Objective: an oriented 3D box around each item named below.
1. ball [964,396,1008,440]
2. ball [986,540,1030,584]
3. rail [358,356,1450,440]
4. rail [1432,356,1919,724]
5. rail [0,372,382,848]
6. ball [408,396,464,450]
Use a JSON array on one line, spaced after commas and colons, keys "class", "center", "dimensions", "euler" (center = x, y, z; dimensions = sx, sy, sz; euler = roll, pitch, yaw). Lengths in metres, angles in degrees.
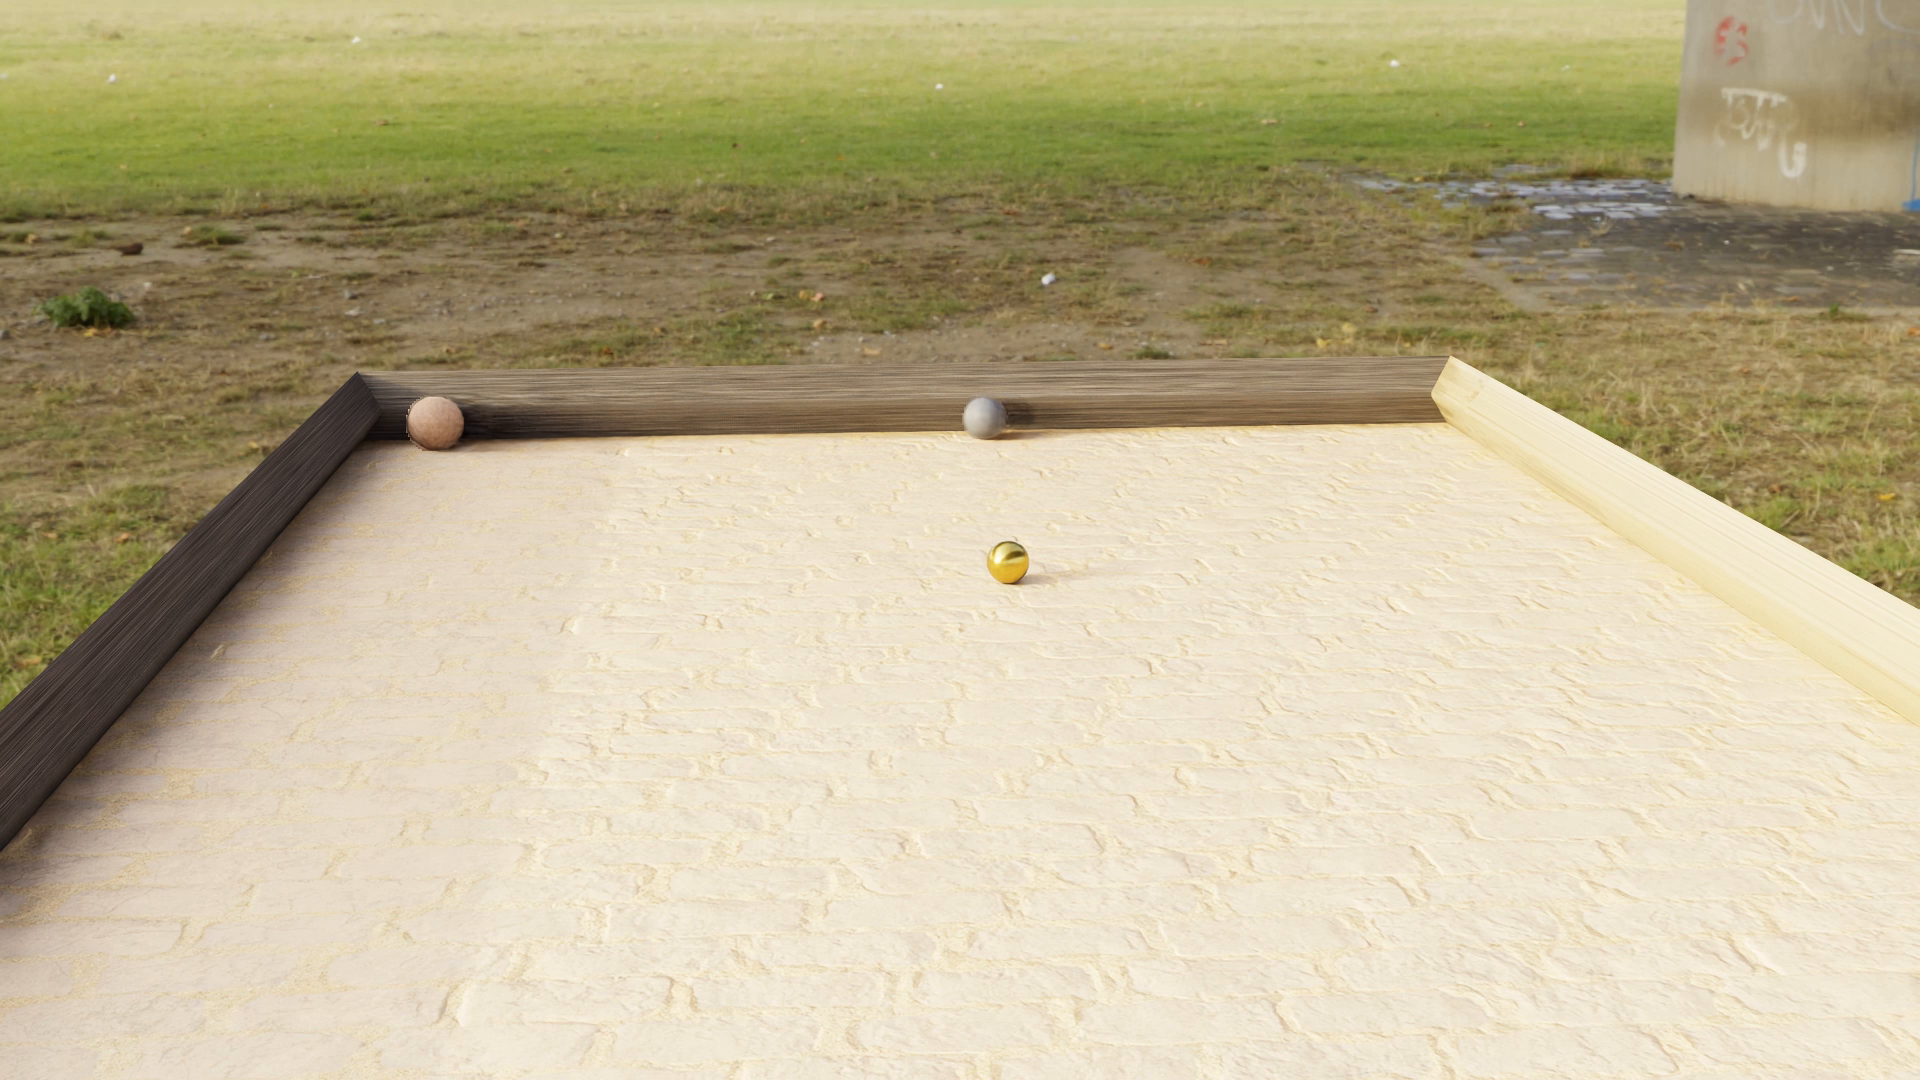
[{"class": "ball", "center": [0.043, -0.203, 3.666], "dimensions": [0.071, 0.071, 0.071], "euler": [0, 14, 0]}, {"class": "ball", "center": [0.061, 0.028, 2.787], "dimensions": [0.055, 0.055, 0.055], "euler": [0, 14, 0]}, {"class": "rail", "center": [-0.074, -0.236, 3.701], "dimensions": [1.851, 0.116, 0.045], "euler": [-1, 14, -5]}, {"class": "rail", "center": [0.974, 0.170, 2.097], "dimensions": [0.045, 0.116, 3.523], "euler": [-1, 14, -5]}, {"class": "rail", "center": [-0.823, 0.208, 1.947], "dimensions": [0.045, 0.116, 3.523], "euler": [-1, 14, -5]}, {"class": "ball", "center": [-0.852, -0.190, 3.576], "dimensions": [0.089, 0.089, 0.089], "euler": [0, 14, 0]}]
